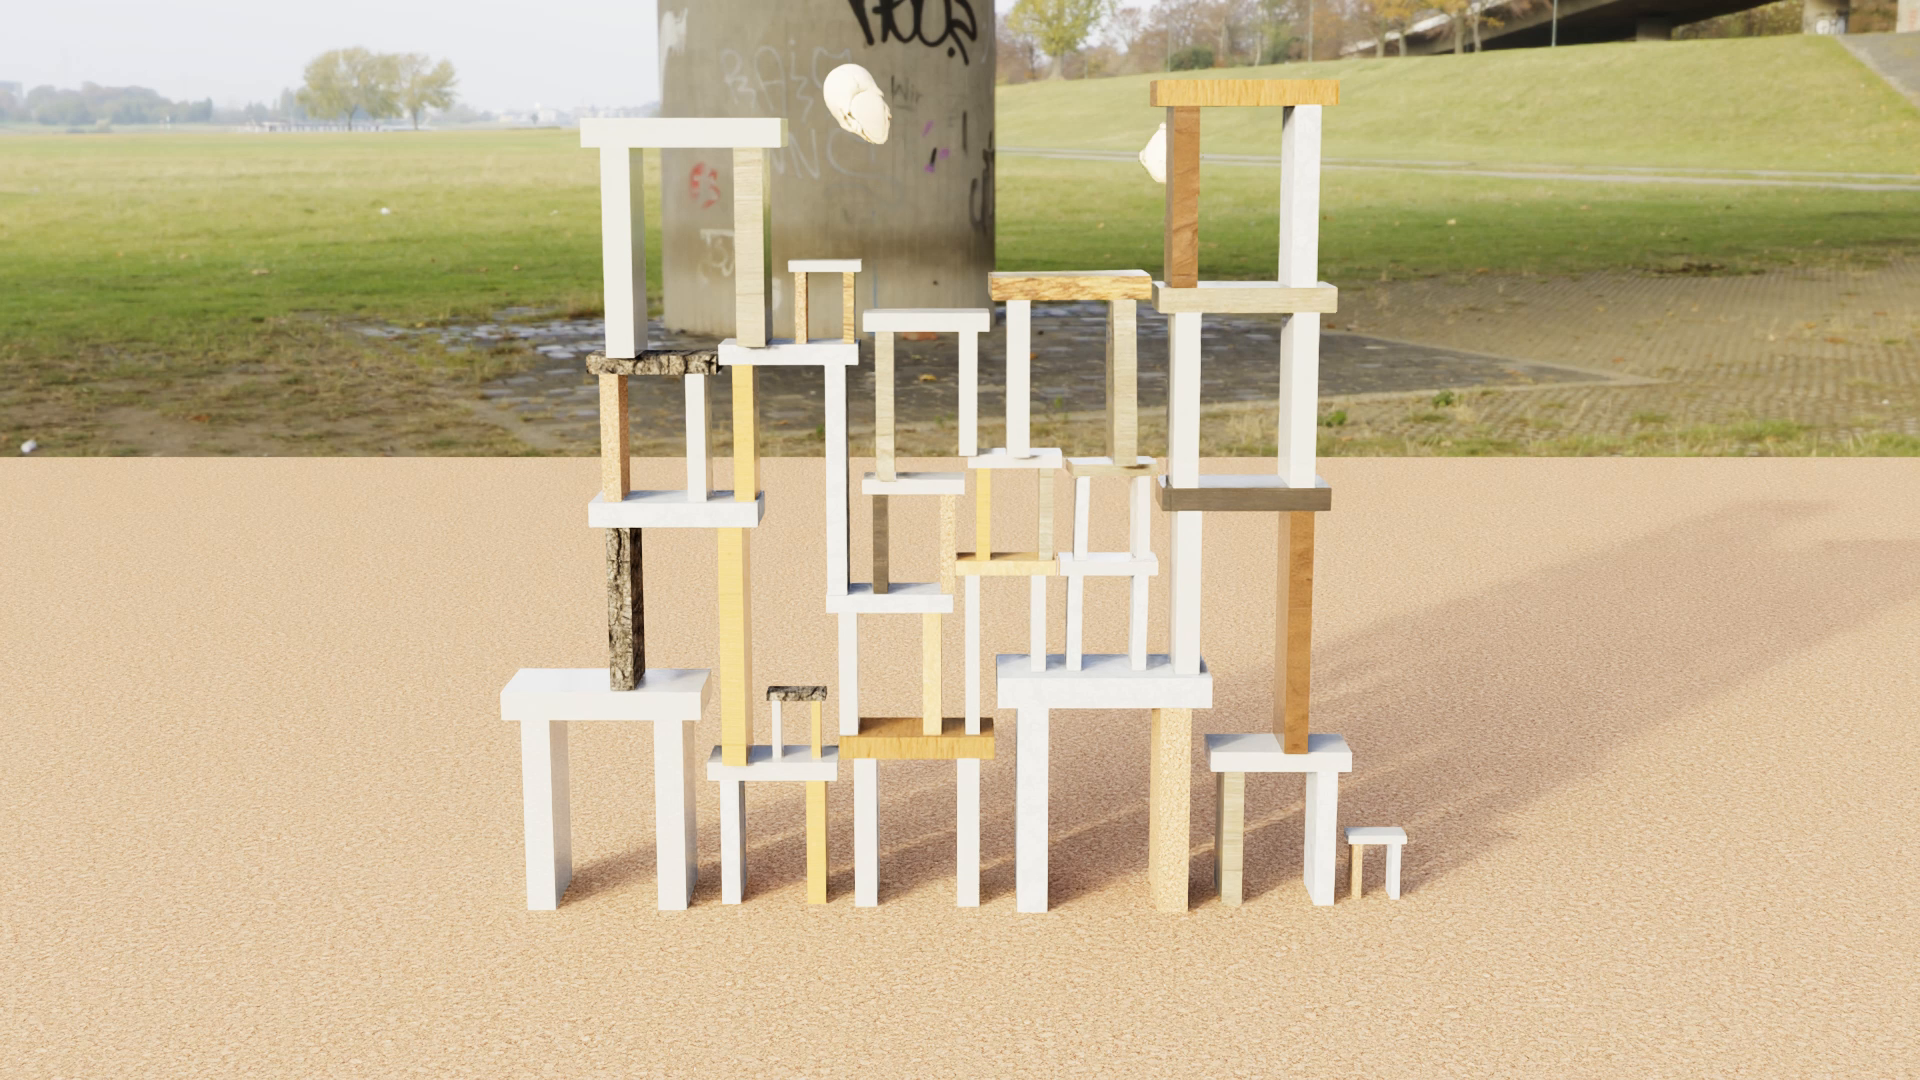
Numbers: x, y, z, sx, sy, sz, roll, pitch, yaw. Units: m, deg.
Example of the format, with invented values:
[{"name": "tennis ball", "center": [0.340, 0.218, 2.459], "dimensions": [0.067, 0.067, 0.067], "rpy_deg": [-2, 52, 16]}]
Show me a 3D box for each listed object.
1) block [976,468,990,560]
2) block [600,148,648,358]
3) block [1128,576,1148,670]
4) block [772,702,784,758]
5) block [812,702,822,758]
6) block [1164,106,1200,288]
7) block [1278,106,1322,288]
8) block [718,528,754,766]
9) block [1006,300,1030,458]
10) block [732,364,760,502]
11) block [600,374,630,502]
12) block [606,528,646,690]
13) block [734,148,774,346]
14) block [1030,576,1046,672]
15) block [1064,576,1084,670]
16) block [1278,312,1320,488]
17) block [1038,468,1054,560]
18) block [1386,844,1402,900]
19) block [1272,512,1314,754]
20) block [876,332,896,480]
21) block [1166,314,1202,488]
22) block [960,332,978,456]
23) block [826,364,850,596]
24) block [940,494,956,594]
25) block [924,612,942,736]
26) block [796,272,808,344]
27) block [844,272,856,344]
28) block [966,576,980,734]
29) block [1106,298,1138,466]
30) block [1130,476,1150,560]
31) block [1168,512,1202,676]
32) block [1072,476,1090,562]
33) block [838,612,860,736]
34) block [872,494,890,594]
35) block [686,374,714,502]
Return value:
[{"name": "block", "center": [0.037, -0.048, 3.551], "dimensions": [0.021, 0.150, 0.075], "rpy_deg": [0, 11, 0]}, {"name": "block", "center": [-0.530, -0.457, 3.475], "dimensions": [0.043, 0.323, 0.153], "rpy_deg": [0, 11, 0]}, {"name": "block", "center": [0.291, 0.127, 3.584], "dimensions": [0.022, 0.158, 0.079], "rpy_deg": [1, 11, 0]}, {"name": "block", "center": [-0.300, 0.306, 3.619], "dimensions": [0.014, 0.096, 0.048], "rpy_deg": [0, 11, 0]}, {"name": "block", "center": [-0.236, 0.306, 3.619], "dimensions": [0.014, 0.096, 0.048], "rpy_deg": [0, 11, 0]}, {"name": "block", "center": [0.348, -0.540, 3.453], "dimensions": [0.039, 0.277, 0.139], "rpy_deg": [0, 11, 0]}, {"name": "block", "center": [0.533, -0.540, 3.453], "dimensions": [0.039, 0.277, 0.139], "rpy_deg": [0, 11, 0]}, {"name": "block", "center": [-0.365, 0.161, 3.589], "dimensions": [0.038, 0.393, 0.134], "rpy_deg": [0, 11, 0]}, {"name": "block", "center": [0.092, -0.264, 3.508], "dimensions": [0.035, 0.247, 0.124], "rpy_deg": [0, 11, 0]}, {"name": "block", "center": [-0.342, -0.178, 3.531], "dimensions": [0.031, 0.219, 0.109], "rpy_deg": [0, 11, 0]}, {"name": "block", "center": [-0.553, -0.170, 3.529], "dimensions": [0.029, 0.203, 0.102], "rpy_deg": [0, 11, 0]}, {"name": "block", "center": [-0.544, 0.099, 3.578], "dimensions": [0.038, 0.267, 0.134], "rpy_deg": [0, 11, 0]}, {"name": "block", "center": [-0.326, -0.466, 3.473], "dimensions": [0.043, 0.306, 0.153], "rpy_deg": [0, 11, 0]}, {"name": "block", "center": [0.126, 0.127, 3.579], "dimensions": [0.023, 0.159, 0.080], "rpy_deg": [0, 11, 0]}, {"name": "block", "center": [0.185, 0.127, 3.584], "dimensions": [0.022, 0.158, 0.079], "rpy_deg": [1, 11, 0]}, {"name": "block", "center": [0.540, -0.231, 3.515], "dimensions": [0.039, 0.276, 0.138], "rpy_deg": [0, 11, 0]}, {"name": "block", "center": [0.138, -0.048, 3.551], "dimensions": [0.021, 0.150, 0.075], "rpy_deg": [0, 11, 0]}, {"name": "block", "center": [0.721, 0.544, 3.657], "dimensions": [0.014, 0.095, 0.048], "rpy_deg": [0, 11, 0]}, {"name": "block", "center": [0.543, 0.138, 3.585], "dimensions": [0.038, 0.399, 0.134], "rpy_deg": [0, 11, 0]}, {"name": "block", "center": [-0.119, -0.220, 3.519], "dimensions": [0.028, 0.237, 0.099], "rpy_deg": [0, 10, 0]}, {"name": "block", "center": [0.356, -0.230, 3.515], "dimensions": [0.039, 0.276, 0.138], "rpy_deg": [0, 11, 0]}, {"name": "block", "center": [0.013, -0.240, 3.515], "dimensions": [0.028, 0.197, 0.099], "rpy_deg": [0, 10, 0]}, {"name": "block", "center": [-0.197, -0.103, 3.545], "dimensions": [0.031, 0.371, 0.109], "rpy_deg": [0, 11, 0]}, {"name": "block", "center": [-0.019, 0.000, 3.560], "dimensions": [0.023, 0.163, 0.081], "rpy_deg": [0, 11, 0]}, {"name": "block", "center": [-0.045, 0.208, 3.601], "dimensions": [0.029, 0.203, 0.102], "rpy_deg": [0, 11, 0]}, {"name": "block", "center": [-0.251, -0.370, 3.487], "dimensions": [0.016, 0.113, 0.057], "rpy_deg": [0, 11, 0]}, {"name": "block", "center": [-0.175, -0.370, 3.486], "dimensions": [0.016, 0.113, 0.057], "rpy_deg": [0, 11, 0]}, {"name": "block", "center": [0.020, 0.179, 3.588], "dimensions": [0.023, 0.264, 0.080], "rpy_deg": [0, 11, 0]}, {"name": "block", "center": [0.257, -0.258, 3.511], "dimensions": [0.035, 0.264, 0.124], "rpy_deg": [-2, 11, -2]}, {"name": "block", "center": [0.291, -0.043, 3.564], "dimensions": [0.020, 0.138, 0.069], "rpy_deg": [-2, 12, -7]}, {"name": "block", "center": [0.365, 0.074, 3.573], "dimensions": [0.038, 0.267, 0.134], "rpy_deg": [0, 11, 0]}, {"name": "block", "center": [0.195, -0.040, 3.552], "dimensions": [0.020, 0.138, 0.069], "rpy_deg": [1, 11, -1]}, {"name": "block", "center": [-0.181, 0.208, 3.600], "dimensions": [0.029, 0.203, 0.102], "rpy_deg": [0, 11, 0]}, {"name": "block", "center": [-0.128, 0.000, 3.560], "dimensions": [0.023, 0.163, 0.081], "rpy_deg": [0, 10, 0]}, {"name": "block", "center": [-0.418, -0.170, 3.530], "dimensions": [0.029, 0.203, 0.102], "rpy_deg": [0, 11, 0]}]
